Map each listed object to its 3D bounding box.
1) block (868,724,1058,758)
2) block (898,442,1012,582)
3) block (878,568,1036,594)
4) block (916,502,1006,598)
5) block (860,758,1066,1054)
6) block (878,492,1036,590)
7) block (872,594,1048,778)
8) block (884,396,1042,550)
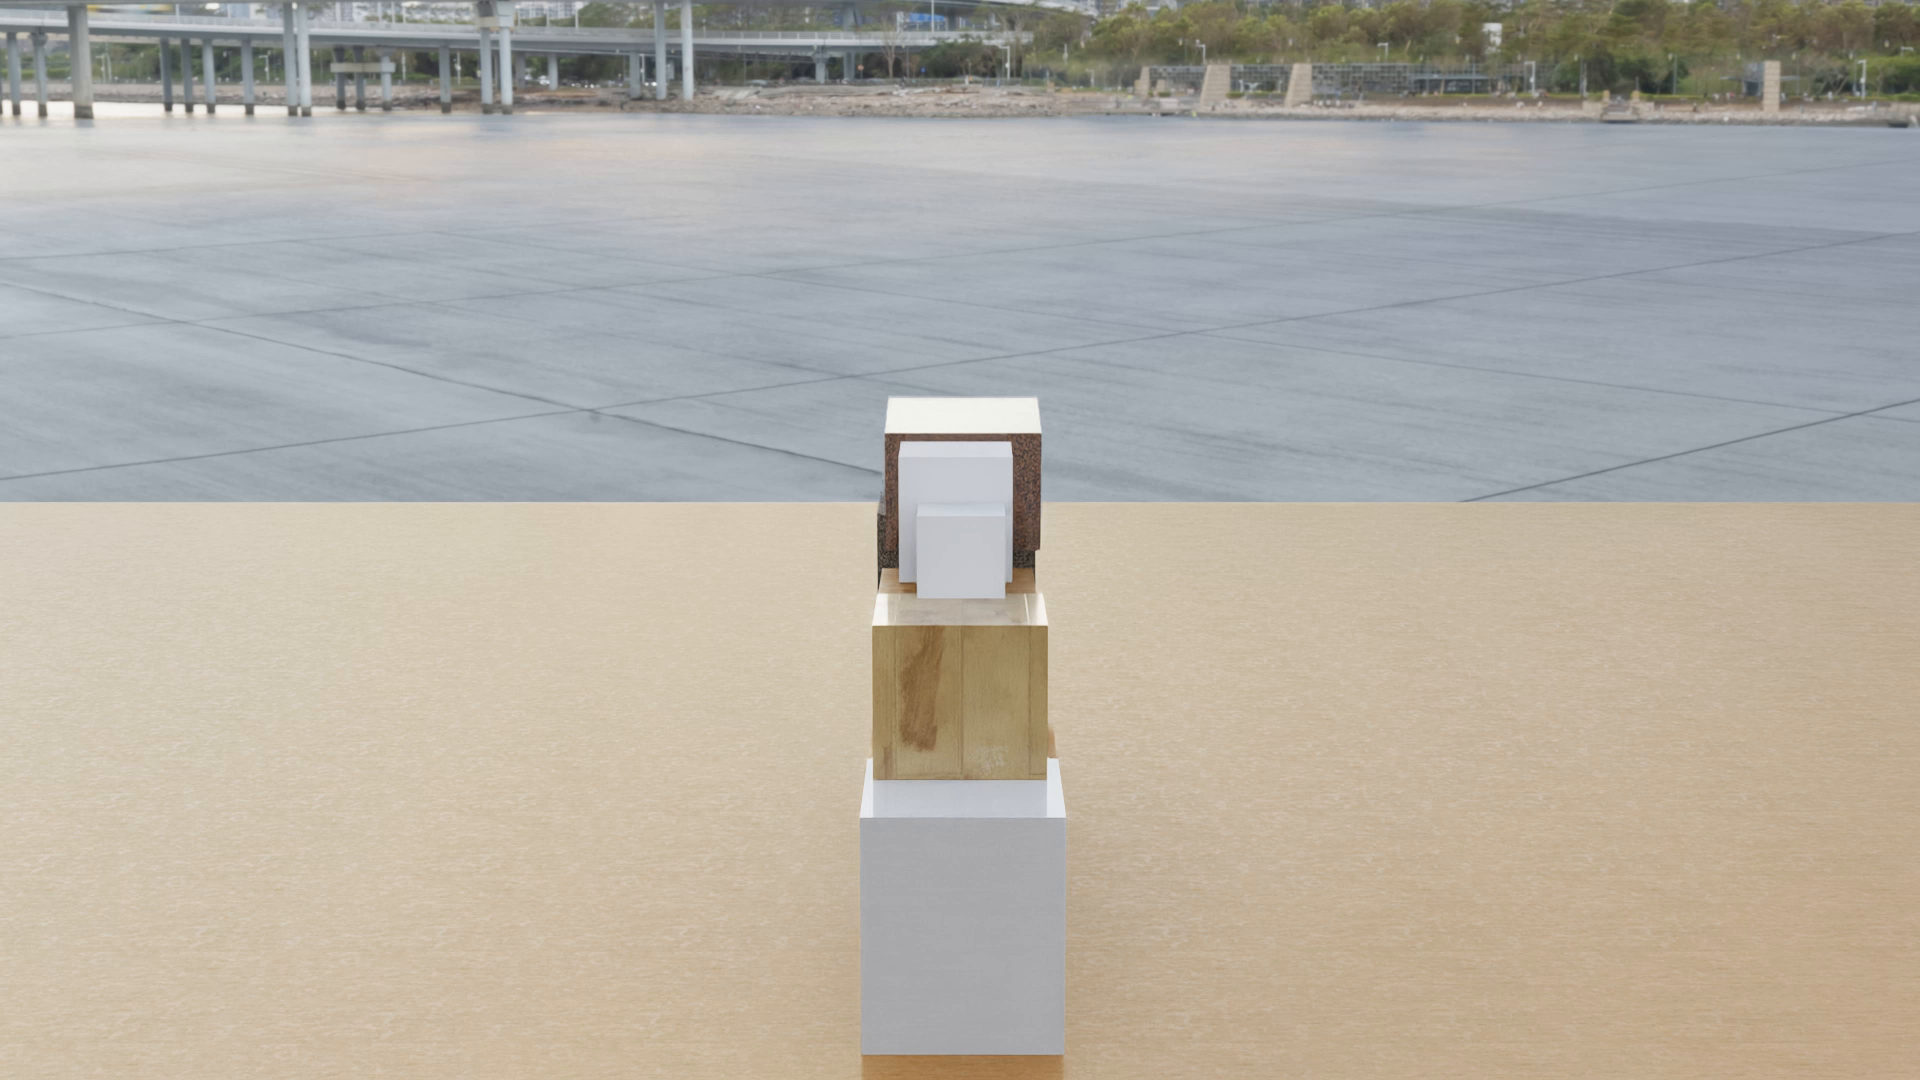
[{"bbox_3d":[0.010,1.247,10.430,0.756,0.815,0.820,0,10,0],"label":"block"},{"bbox_3d":[-0.017,-0.120,10.575,0.459,0.513,0.441,0,10,0],"label":"block"},{"bbox_3d":[-0.011,0.489,10.492,0.627,0.656,0.538,0,10,0],"label":"block"},{"bbox_3d":[0.004,0.038,10.207,0.345,0.328,0.340,0,10,0],"label":"block"},{"bbox_3d":[0.011,1.356,9.617,0.737,0.891,0.799,0,10,0],"label":"block"},{"bbox_3d":[-0.017,0.188,12.167,0.728,0.743,0.658,0,10,0],"label":"block"},{"bbox_3d":[0.000,0.554,9.898,0.653,0.586,0.645,0,9,0],"label":"block"},{"bbox_3d":[0.014,-0.306,11.482,0.678,0.532,0.650,0,17,0],"label":"block"}]
